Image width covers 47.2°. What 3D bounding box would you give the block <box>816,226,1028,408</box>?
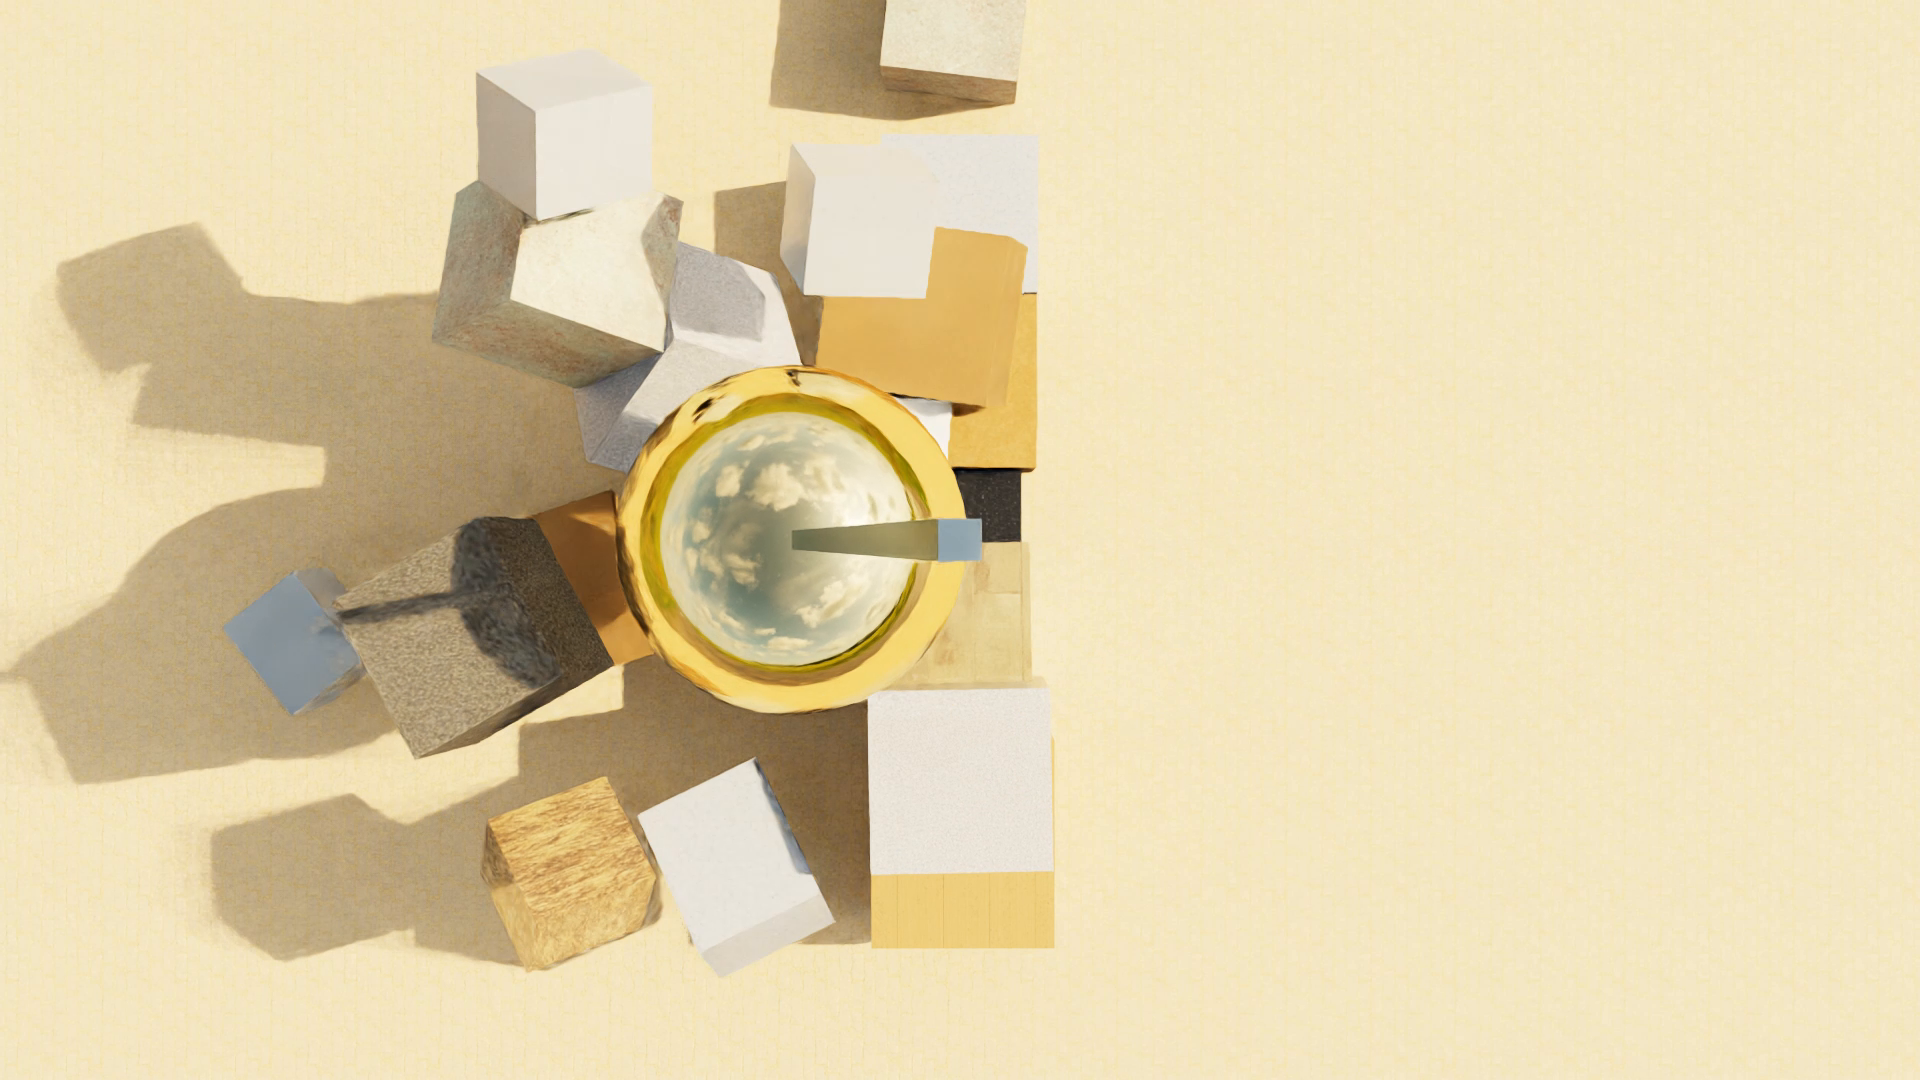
[{"bbox_3d":[-0.197,-1.201,11.633,0.909,0.726,0.873,9,94,8],"label":"block"}]

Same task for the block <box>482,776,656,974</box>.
[{"bbox_3d":[-2.027,1.724,11.327,0.647,0.645,0.607,-19,64,-26],"label":"block"}]

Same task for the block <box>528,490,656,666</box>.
[{"bbox_3d":[-2.155,0.280,12.465,0.779,0.706,0.672,-18,56,9],"label":"block"}]

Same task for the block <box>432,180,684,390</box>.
[{"bbox_3d":[-2.015,-1.347,11.016,0.839,0.847,0.816,18,70,-36],"label":"block"}]

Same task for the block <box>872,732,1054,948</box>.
[{"bbox_3d":[0.017,1.651,12.464,0.994,1.071,1.131,0,90,0],"label":"block"}]

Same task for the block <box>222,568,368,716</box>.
[{"bbox_3d":[-3.743,0.574,12.675,0.511,0.631,0.633,-38,90,2],"label":"block"}]

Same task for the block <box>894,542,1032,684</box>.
[{"bbox_3d":[-0.025,0.383,11.841,0.790,0.669,0.729,-1,90,0],"label":"block"}]

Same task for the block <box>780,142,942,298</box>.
[{"bbox_3d":[-0.481,-1.511,10.399,0.594,0.527,0.567,0,117,-18],"label":"block"}]

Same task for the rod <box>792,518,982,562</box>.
[{"bbox_3d":[-0.331,0.000,6.647,0.080,5.200,0.080,0,90,-7],"label":"rod"}]

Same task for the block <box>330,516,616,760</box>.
[{"bbox_3d":[-2.402,0.472,10.945,0.843,0.879,0.865,-29,87,6],"label":"block"}]

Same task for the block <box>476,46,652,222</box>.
[{"bbox_3d":[-1.838,-1.895,10.222,0.624,0.512,0.539,-22,133,-36],"label":"block"}]

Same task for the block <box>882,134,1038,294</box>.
[{"bbox_3d":[-0.002,-1.788,12.515,0.859,0.970,0.861,0,90,0],"label":"block"}]

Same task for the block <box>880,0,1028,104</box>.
[{"bbox_3d":[-0.015,-3.026,12.677,0.780,0.646,0.813,7,90,0],"label":"block"}]

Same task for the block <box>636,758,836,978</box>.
[{"bbox_3d":[-1.184,1.759,11.739,0.689,0.742,0.809,-26,70,-7],"label":"block"}]

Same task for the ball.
[{"bbox_3d":[-0.764,0.000,10.019,1.600,1.600,1.600,0,90,0],"label":"ball"}]

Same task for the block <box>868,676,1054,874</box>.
[{"bbox_3d":[0.002,1.204,11.445,0.911,0.967,0.913,-1,90,0],"label":"block"}]

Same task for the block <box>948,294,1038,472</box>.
[{"bbox_3d":[-0.008,-0.873,12.530,0.863,0.940,0.948,0,90,0],"label":"block"}]

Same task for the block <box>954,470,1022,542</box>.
[{"bbox_3d":[-0.013,-0.043,12.643,0.713,0.714,0.690,0,90,0],"label":"block"}]

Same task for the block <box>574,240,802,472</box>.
[{"bbox_3d":[-1.443,-0.907,11.476,0.768,0.815,0.920,16,130,-34],"label":"block"}]

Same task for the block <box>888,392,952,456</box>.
[{"bbox_3d":[-0.595,-0.408,11.661,0.768,0.708,0.761,0,98,-43],"label":"block"}]
